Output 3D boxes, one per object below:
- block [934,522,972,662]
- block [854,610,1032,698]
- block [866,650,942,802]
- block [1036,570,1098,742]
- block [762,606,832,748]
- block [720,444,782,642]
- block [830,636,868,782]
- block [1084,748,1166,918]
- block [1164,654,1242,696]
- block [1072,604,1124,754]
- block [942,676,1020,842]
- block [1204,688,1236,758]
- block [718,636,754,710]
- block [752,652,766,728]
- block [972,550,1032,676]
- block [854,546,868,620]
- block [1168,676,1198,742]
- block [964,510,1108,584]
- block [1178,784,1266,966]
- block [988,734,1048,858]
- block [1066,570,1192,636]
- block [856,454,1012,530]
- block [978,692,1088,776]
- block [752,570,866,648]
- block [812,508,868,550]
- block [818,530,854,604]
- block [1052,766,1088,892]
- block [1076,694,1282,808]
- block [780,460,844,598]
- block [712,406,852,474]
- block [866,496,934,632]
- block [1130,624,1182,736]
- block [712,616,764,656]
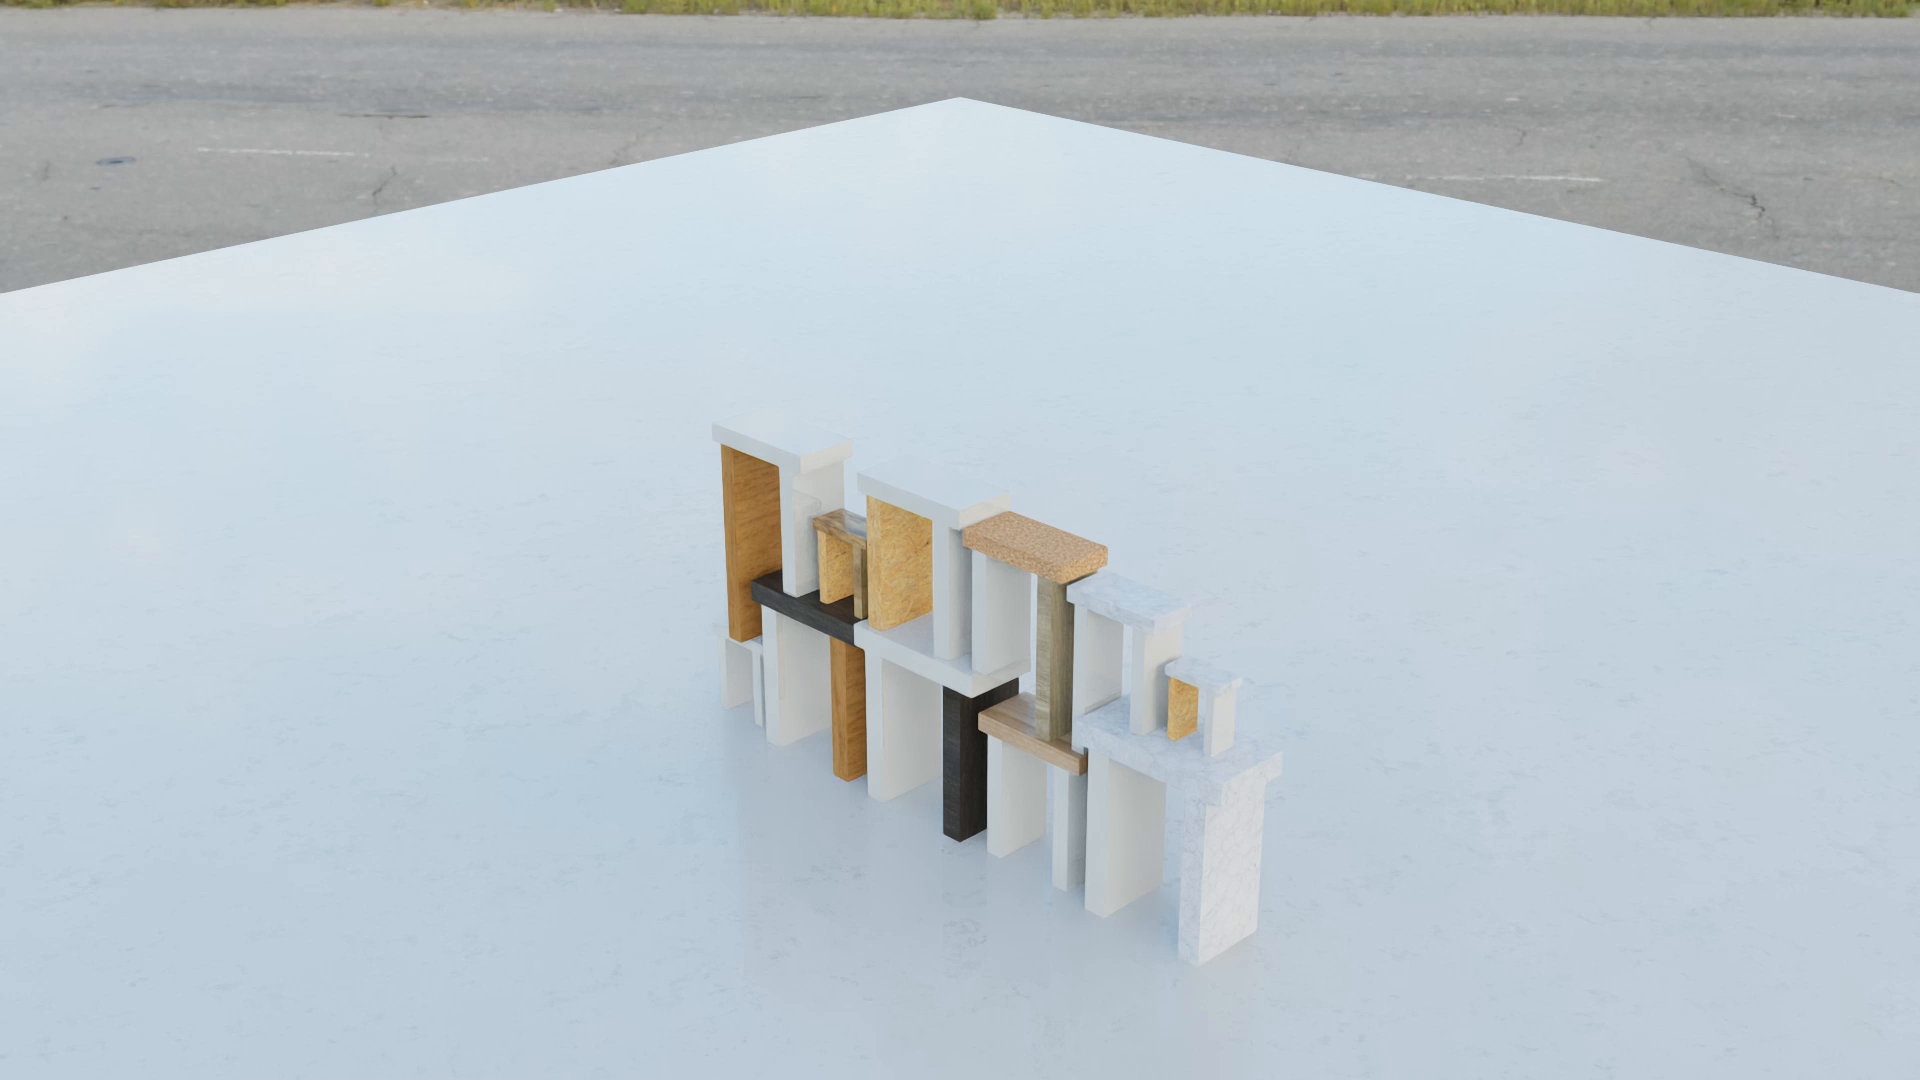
[{"bbox_3d":[0.014,0.080,4.244,0.040,0.282,0.141,21,31,41],"label":"block"},{"bbox_3d":[-0.036,0.212,4.353,0.331,0.047,0.166,21,31,41],"label":"block"},{"bbox_3d":[-0.114,0.356,4.498,0.047,0.331,0.166,21,31,41],"label":"block"},{"bbox_3d":[0.198,0.204,4.096,0.035,0.331,0.125,21,31,41],"label":"block"},{"bbox_3d":[-0.344,0.268,4.717,0.046,0.322,0.161,21,31,41],"label":"block"},{"bbox_3d":[-0.435,-0.009,4.695,0.040,0.446,0.140,21,31,41],"label":"block"},{"bbox_3d":[-0.192,0.327,4.577,0.046,0.322,0.161,21,31,41],"label":"block"},{"bbox_3d":[0.311,0.519,4.104,0.048,0.339,0.170,21,31,41],"label":"block"},{"bbox_3d":[0.428,0.238,3.868,0.124,0.018,0.062,21,31,41],"label":"block"},{"bbox_3d":[0.254,0.242,4.049,0.029,0.297,0.104,21,31,41],"label":"block"},{"bbox_3d":[0.042,0.417,4.355,0.047,0.331,0.166,21,31,41],"label":"block"},{"bbox_3d":[0.457,0.315,3.868,0.018,0.124,0.062,21,31,41],"label":"block"},{"bbox_3d":[-0.492,0.279,4.877,0.025,0.176,0.088,21,31,41],"label":"block"},{"bbox_3d":[-0.409,0.312,4.800,0.025,0.176,0.088,21,31,41],"label":"block"},{"bbox_3d":[0.080,0.120,4.189,0.125,0.250,0.035,-21,31,-41],"label":"block"},{"bbox_3d":[-0.178,0.074,4.442,0.022,0.157,0.079,21,31,41],"label":"block"},{"bbox_3d":[0.399,0.292,3.922,0.018,0.124,0.062,21,31,41],"label":"block"},{"bbox_3d":[0.139,0.012,4.079,0.250,0.035,0.125,21,31,41],"label":"block"},{"bbox_3d":[0.471,0.581,3.956,0.048,0.339,0.170,21,31,41],"label":"block"},{"bbox_3d":[0.112,0.479,4.299,0.037,0.260,0.130,21,31,41],"label":"block"},{"bbox_3d":[0.303,0.111,3.940,0.207,0.029,0.103,21,31,41],"label":"block"},{"bbox_3d":[-0.052,-0.094,4.243,0.282,0.040,0.141,21,31,41],"label":"block"},{"bbox_3d":[0.174,0.366,4.184,0.260,0.037,0.130,21,31,41],"label":"block"},{"bbox_3d":[-0.268,0.128,4.575,0.322,0.046,0.161,21,31,41],"label":"block"},{"bbox_3d":[-0.215,-0.023,4.441,0.157,0.022,0.079,21,31,41],"label":"block"},{"bbox_3d":[-0.252,0.045,4.510,0.022,0.157,0.079,21,31,41],"label":"block"},{"bbox_3d":[0.235,0.527,4.186,0.037,0.260,0.130,21,31,41],"label":"block"},{"bbox_3d":[0.391,0.372,3.954,0.339,0.048,0.170,21,31,41],"label":"block"},{"bbox_3d":[-0.303,-0.034,4.541,0.040,0.280,0.140,21,31,41],"label":"block"},{"bbox_3d":[-0.369,-0.207,4.540,0.280,0.040,0.140,21,31,41],"label":"block"},{"bbox_3d":[-0.119,0.028,4.366,0.040,0.282,0.141,21,31,41],"label":"block"},{"bbox_3d":[0.352,0.239,3.941,0.029,0.207,0.104,21,31,41],"label":"block"},{"bbox_3d":[-0.450,0.203,4.799,0.176,0.025,0.088,21,31,41],"label":"block"}]
